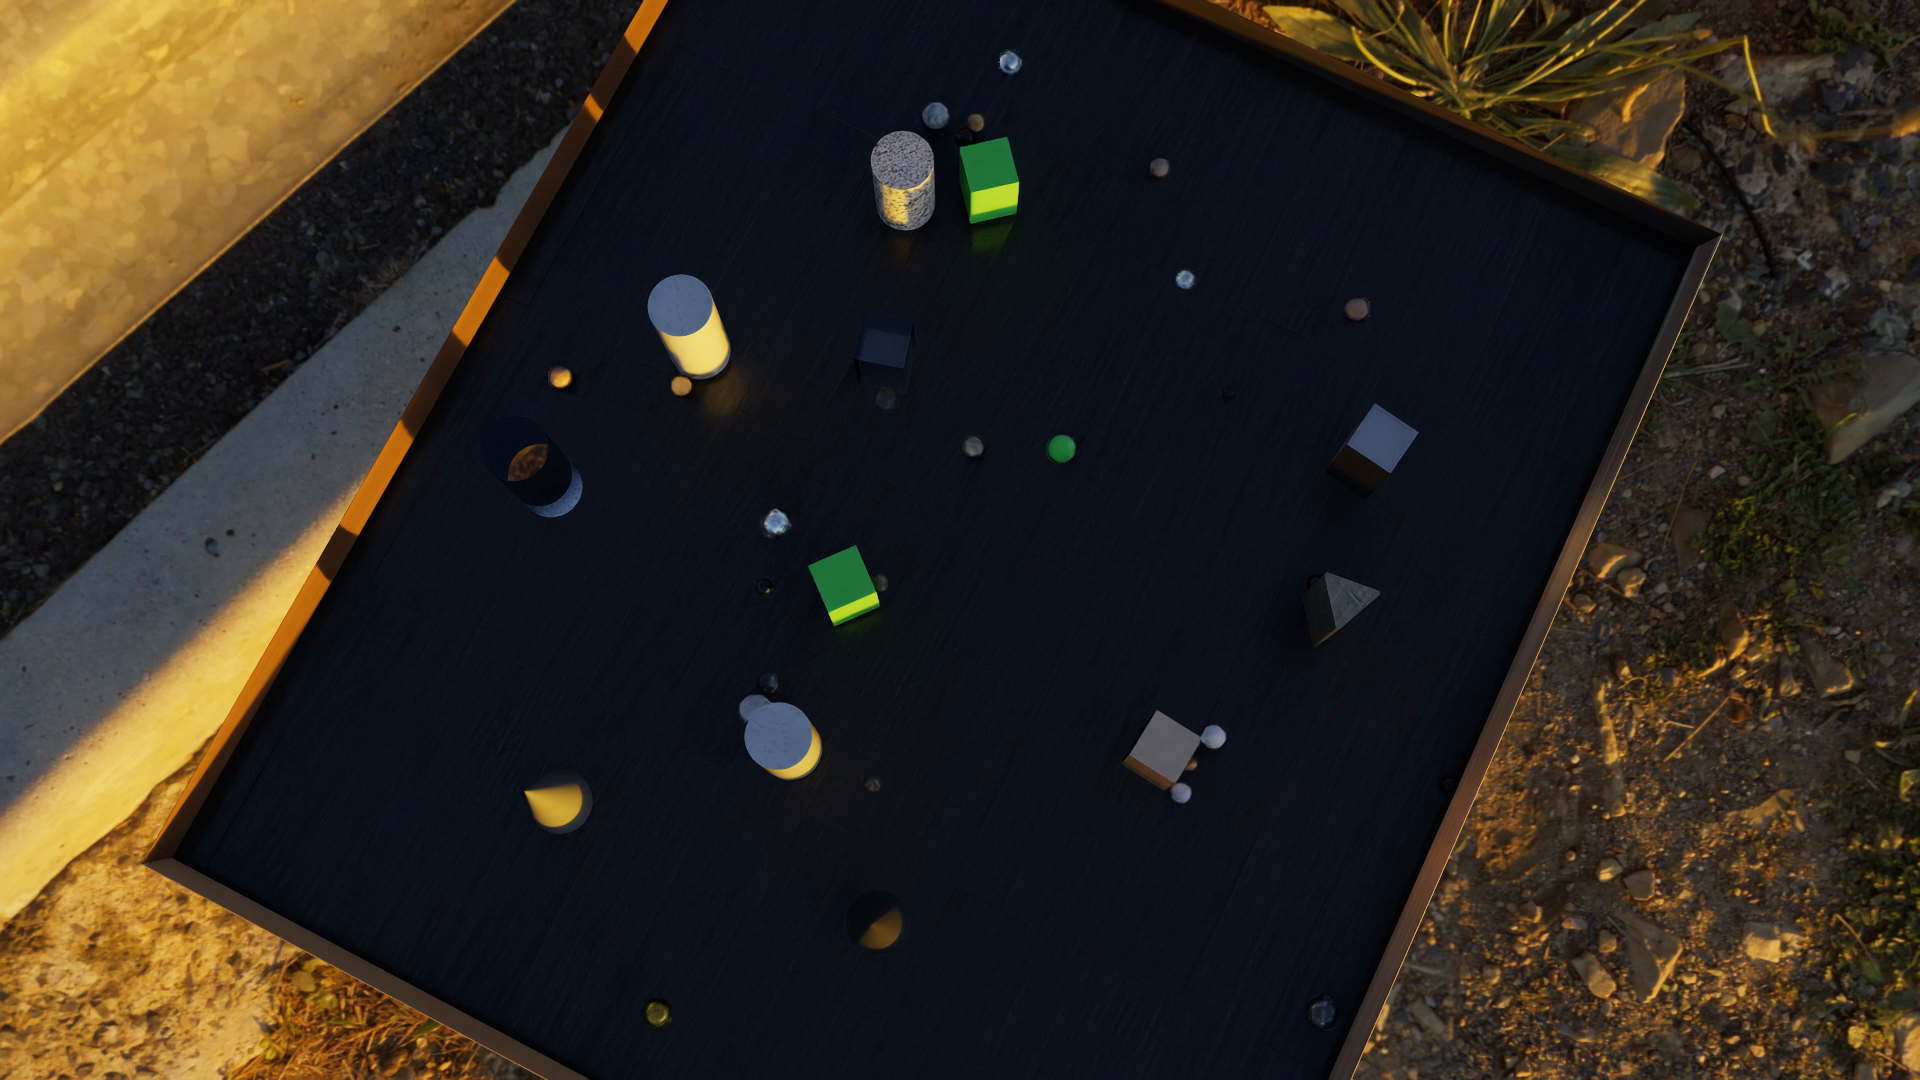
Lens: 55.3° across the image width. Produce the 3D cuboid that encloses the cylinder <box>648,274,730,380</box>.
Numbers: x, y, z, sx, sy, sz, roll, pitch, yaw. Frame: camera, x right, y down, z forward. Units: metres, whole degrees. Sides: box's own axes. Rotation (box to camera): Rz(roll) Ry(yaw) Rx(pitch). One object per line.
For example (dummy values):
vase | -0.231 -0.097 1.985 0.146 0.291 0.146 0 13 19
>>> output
cylinder | -0.812 -0.638 5.530 0.190 0.428 0.190 0 78 0

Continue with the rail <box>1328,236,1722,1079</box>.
rail | 1.488 0.735 5.400 0.045 0.123 3.841 26 80 5

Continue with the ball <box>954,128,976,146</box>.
ball | 0.017 -1.282 5.847 0.068 0.068 0.068 0 78 0

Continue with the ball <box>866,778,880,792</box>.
ball | -0.260 0.728 5.445 0.040 0.040 0.040 0 78 0

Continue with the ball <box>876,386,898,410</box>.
ball | -0.226 -0.439 5.670 0.073 0.073 0.073 0 78 0

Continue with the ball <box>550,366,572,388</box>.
ball | -1.237 -0.505 5.685 0.071 0.071 0.071 0 78 0

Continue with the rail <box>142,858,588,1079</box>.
rail | -0.848 1.668 5.207 3.375 0.123 0.045 26 80 5

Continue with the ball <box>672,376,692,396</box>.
ball | -0.864 -0.478 5.683 0.063 0.063 0.063 0 78 0

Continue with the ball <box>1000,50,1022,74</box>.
ball | 0.162 -1.537 5.897 0.073 0.073 0.073 0 78 0

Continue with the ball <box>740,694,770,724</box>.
ball | -0.610 0.506 5.463 0.095 0.095 0.095 0 78 0

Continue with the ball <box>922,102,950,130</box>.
ball | -0.077 -1.355 5.853 0.085 0.085 0.085 0 78 0

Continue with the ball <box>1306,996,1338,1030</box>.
ball | 1.044 1.362 5.286 0.095 0.095 0.095 0 78 0

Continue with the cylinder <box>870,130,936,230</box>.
cylinder | -0.173 -1.110 5.677 0.190 0.331 0.190 0 78 0

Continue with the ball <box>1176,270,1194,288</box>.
ball | 0.708 -0.818 5.757 0.056 0.056 0.056 0 78 0

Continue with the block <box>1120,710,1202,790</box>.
block | 0.584 0.616 5.340 0.152 0.293 0.152 32 80 6

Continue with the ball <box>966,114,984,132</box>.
ball | 0.050 -1.335 5.864 0.057 0.057 0.057 0 78 0

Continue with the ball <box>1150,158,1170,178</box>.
ball | 0.634 -1.185 5.830 0.062 0.062 0.062 0 78 0

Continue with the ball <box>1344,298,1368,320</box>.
ball | 1.239 -0.722 5.729 0.072 0.072 0.072 0 78 0

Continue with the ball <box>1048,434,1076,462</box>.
ball | 0.314 -0.281 5.630 0.087 0.087 0.087 0 78 0

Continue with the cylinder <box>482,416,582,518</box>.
cylinder | -1.259 -0.211 5.418 0.190 0.474 0.190 0 78 0

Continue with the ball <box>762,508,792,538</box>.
ball | -0.557 -0.053 5.580 0.093 0.093 0.093 0 78 0

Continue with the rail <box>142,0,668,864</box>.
rail | -1.488 -0.722 5.702 0.045 0.123 3.841 26 80 5

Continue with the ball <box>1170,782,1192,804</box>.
ball | 0.654 0.749 5.430 0.062 0.062 0.062 0 78 0

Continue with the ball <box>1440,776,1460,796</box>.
ball | 1.452 0.728 5.435 0.060 0.060 0.060 0 78 0

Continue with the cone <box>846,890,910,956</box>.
cone | -0.240 1.085 5.190 0.190 0.395 0.190 0 78 0

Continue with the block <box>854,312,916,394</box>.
block | -0.227 -0.571 5.599 0.152 0.266 0.152 11 79 2

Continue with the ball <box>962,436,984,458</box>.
ball | 0.039 -0.286 5.642 0.065 0.065 0.065 0 78 0

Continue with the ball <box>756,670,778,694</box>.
ball | -0.578 0.425 5.494 0.069 0.069 0.069 0 78 0

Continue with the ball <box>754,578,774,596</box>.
ball | -0.594 0.142 5.558 0.056 0.056 0.056 0 78 0

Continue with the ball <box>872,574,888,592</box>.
ball | -0.244 0.130 5.562 0.054 0.054 0.054 0 78 0

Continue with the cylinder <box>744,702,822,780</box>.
cylinder | -0.507 0.586 5.300 0.190 0.382 0.190 0 78 0

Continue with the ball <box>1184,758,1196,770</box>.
ball | 0.684 0.666 5.457 0.043 0.043 0.043 0 78 0

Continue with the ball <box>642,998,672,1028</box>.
ball | -0.875 1.366 5.291 0.084 0.084 0.084 0 78 0

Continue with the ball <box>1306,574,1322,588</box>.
ball | 1.083 0.136 5.557 0.062 0.062 0.062 0 78 0

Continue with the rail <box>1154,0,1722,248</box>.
rail | 0.848 -1.655 5.895 3.375 0.123 0.045 26 80 5

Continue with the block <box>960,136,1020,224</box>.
block | 0.089 -1.120 5.718 0.152 0.255 0.152 -13 79 -3

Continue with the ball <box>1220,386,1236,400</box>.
ball | 0.832 -0.456 5.688 0.044 0.044 0.044 0 78 0

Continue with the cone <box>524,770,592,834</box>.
cone | -1.189 0.732 5.225 0.190 0.469 0.190 0 78 0

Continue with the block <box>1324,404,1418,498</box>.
block | 1.231 -0.263 5.500 0.152 0.334 0.152 35 80 7

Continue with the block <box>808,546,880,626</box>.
block | -0.343 0.139 5.456 0.152 0.257 0.152 -23 79 -5

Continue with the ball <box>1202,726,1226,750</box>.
ball | 0.756 0.588 5.459 0.071 0.071 0.071 0 78 0

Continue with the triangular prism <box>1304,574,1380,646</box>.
triangular prism | 1.090 0.184 5.399 0.164 0.351 0.142 -39 81 -7
